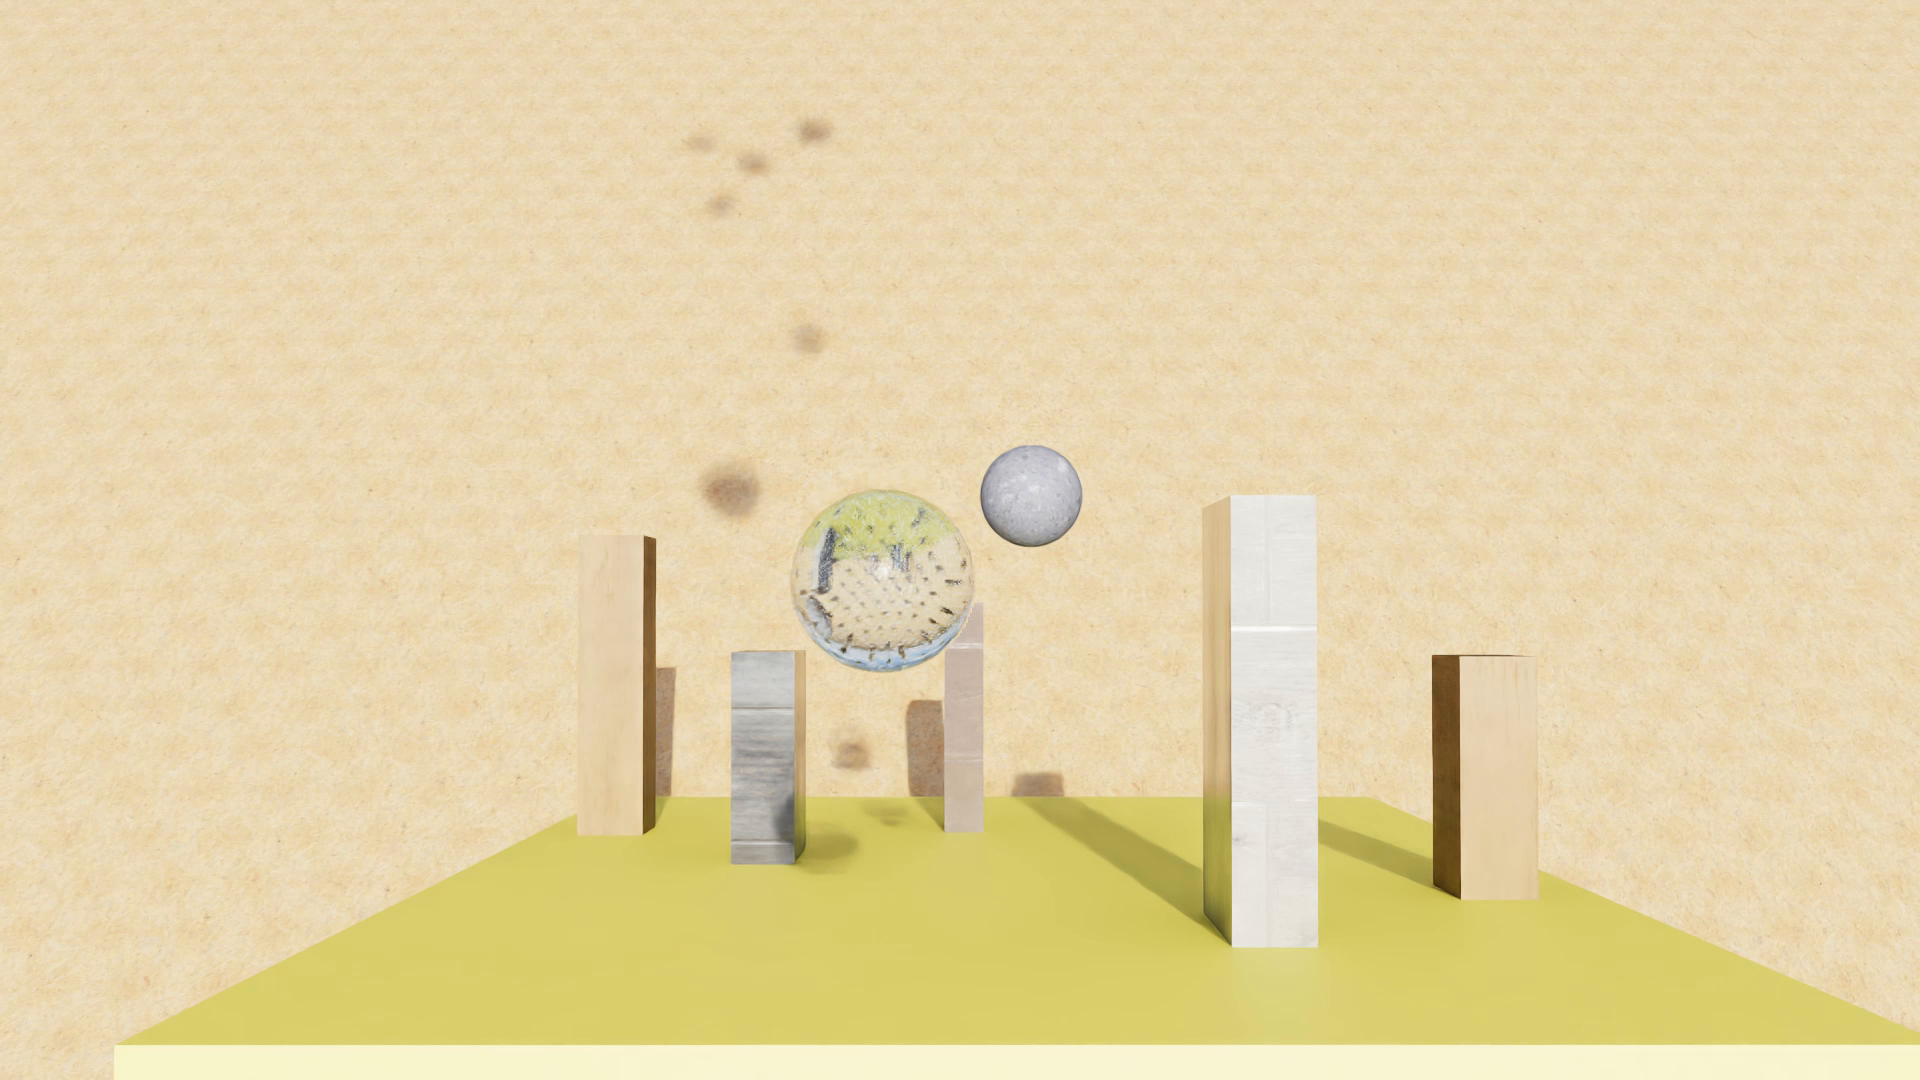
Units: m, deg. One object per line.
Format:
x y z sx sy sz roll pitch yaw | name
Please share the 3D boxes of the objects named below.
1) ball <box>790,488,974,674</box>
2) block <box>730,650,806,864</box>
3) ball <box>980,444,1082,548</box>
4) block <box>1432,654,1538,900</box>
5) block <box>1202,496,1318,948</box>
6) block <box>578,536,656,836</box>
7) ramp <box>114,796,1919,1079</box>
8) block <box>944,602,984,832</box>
-0.081 0.043 2.715 0.193 0.193 0.193 0 35 0 | ball
-0.375 0.421 5.119 0.121 0.403 0.366 0 -2 0 | block
0.085 -0.052 3.089 0.122 0.122 0.122 0 35 0 | ball
0.894 0.399 4.436 0.129 0.403 0.256 0 -2 0 | block
0.447 0.264 3.910 0.122 0.641 0.435 0 -2 0 | block
-0.755 0.317 5.730 0.141 0.648 0.240 0 -2 0 | block
0.077 0.663 4.831 2.000 0.100 4.000 0 -2 0 | ramp
0.009 0.393 5.843 0.086 0.503 0.317 0 -2 0 | block
